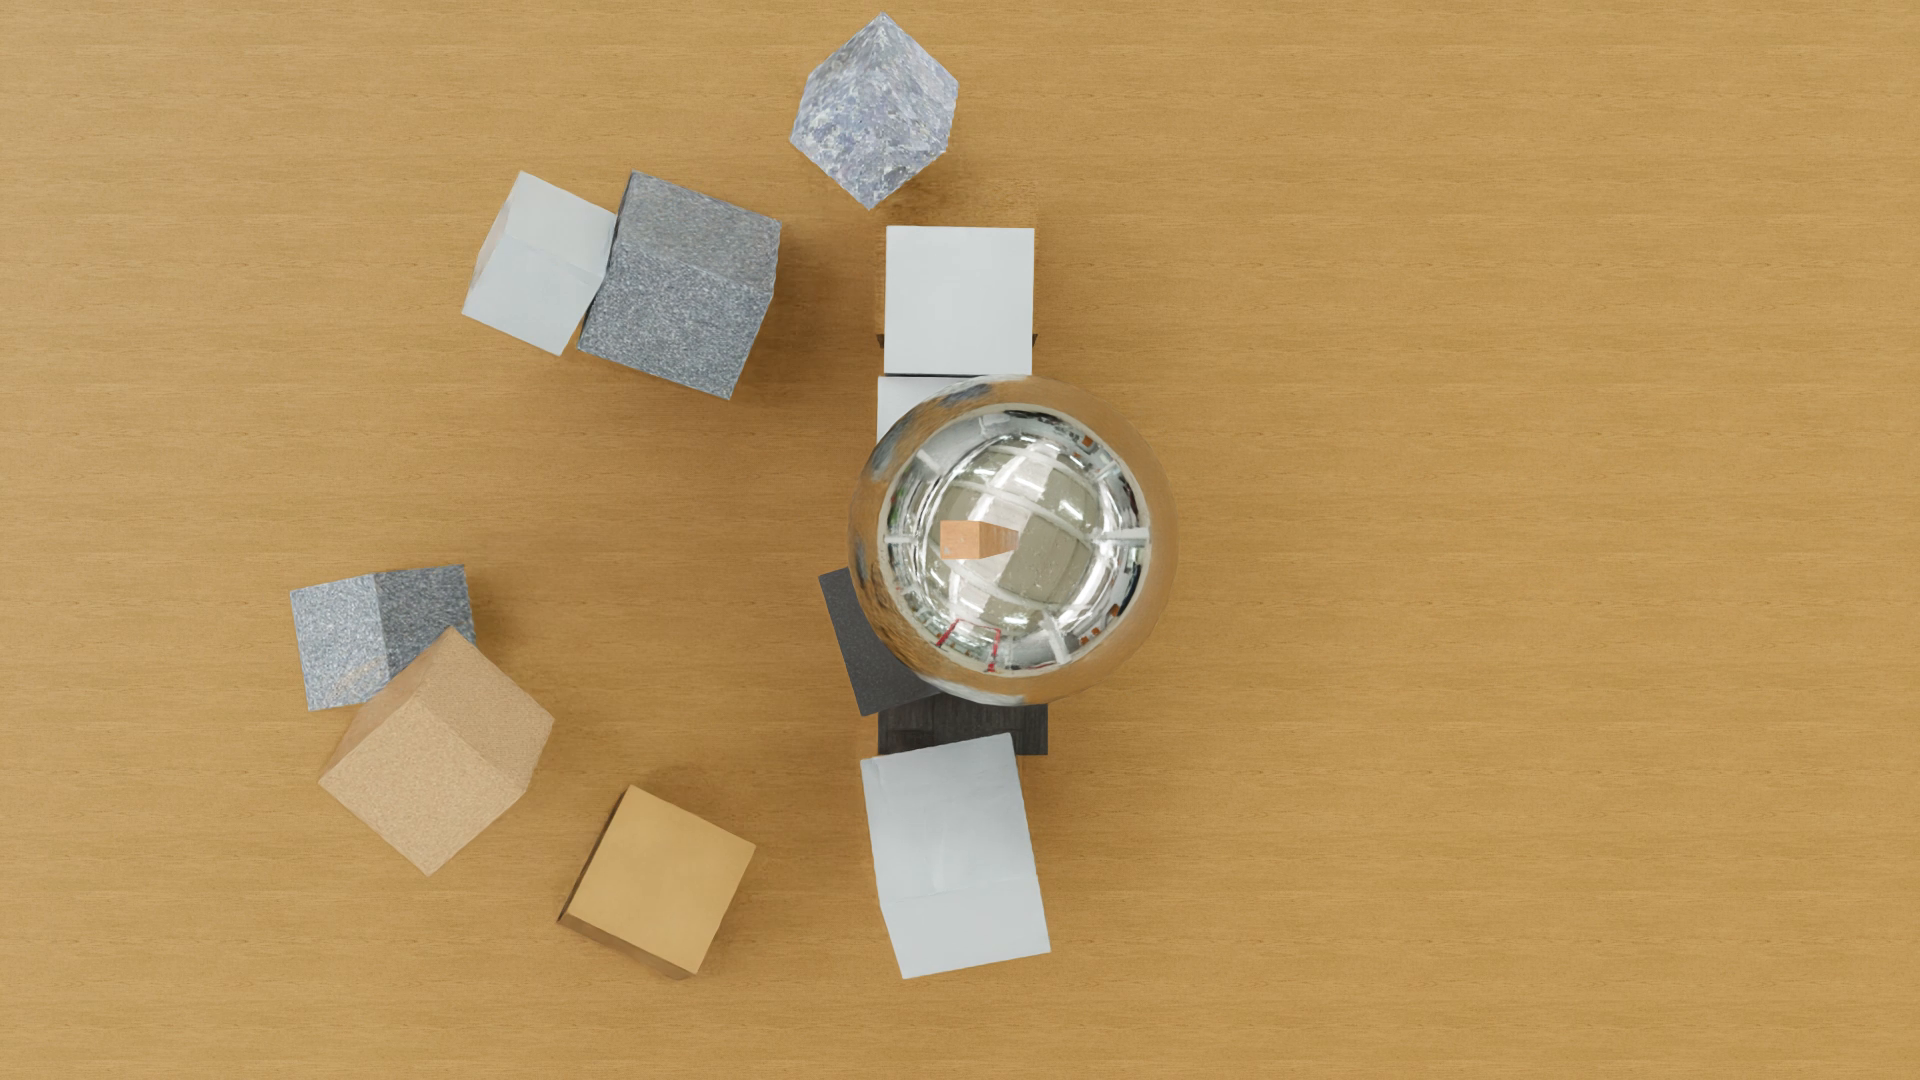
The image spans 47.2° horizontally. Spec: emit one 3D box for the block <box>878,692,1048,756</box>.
[{"bbox_3d":[0.016,0.672,12.464,0.921,1.072,0.992,0,90,0],"label":"block"}]

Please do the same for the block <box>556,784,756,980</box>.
[{"bbox_3d":[-1.717,1.940,12.382,0.780,0.732,0.775,27,71,-7],"label":"block"}]

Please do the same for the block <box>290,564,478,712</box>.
[{"bbox_3d":[-3.260,0.552,12.517,0.662,0.708,0.688,-11,88,31],"label":"block"}]

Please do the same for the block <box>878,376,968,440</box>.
[{"bbox_3d":[-0.014,-0.463,11.847,0.843,0.686,0.771,1,90,0],"label":"block"}]

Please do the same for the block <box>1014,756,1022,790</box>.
[{"bbox_3d":[0.004,1.571,12.671,0.683,0.655,0.798,0,90,0],"label":"block"}]

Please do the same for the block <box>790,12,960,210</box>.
[{"bbox_3d":[-0.451,-2.296,11.787,0.587,0.643,0.593,38,128,-26],"label":"block"}]

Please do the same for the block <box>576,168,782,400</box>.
[{"bbox_3d":[-1.568,-1.437,12.361,0.889,0.830,0.735,18,124,-14],"label":"block"}]

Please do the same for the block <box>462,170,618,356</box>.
[{"bbox_3d":[-2.286,-1.506,11.983,0.571,0.625,0.588,24,126,-19],"label":"block"}]

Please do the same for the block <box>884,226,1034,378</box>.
[{"bbox_3d":[-0.004,-1.242,11.742,0.765,0.673,0.763,1,90,0],"label":"block"}]

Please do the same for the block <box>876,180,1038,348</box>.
[{"bbox_3d":[-0.018,-1.554,12.539,0.897,0.922,0.843,0,90,0],"label":"block"}]

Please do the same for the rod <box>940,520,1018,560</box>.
[{"bbox_3d":[0.110,0.000,7.139,0.080,5.200,0.080,0,90,2],"label":"rod"}]

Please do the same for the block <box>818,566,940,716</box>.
[{"bbox_3d":[-0.257,0.436,11.614,0.757,0.629,0.760,-17,90,0],"label":"block"}]

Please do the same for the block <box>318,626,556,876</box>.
[{"bbox_3d":[-2.712,1.094,11.467,0.734,0.794,0.753,-40,107,17],"label":"block"}]

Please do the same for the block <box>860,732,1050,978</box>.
[{"bbox_3d":[-0.020,1.689,11.730,0.809,0.895,0.855,-11,54,0],"label":"block"}]

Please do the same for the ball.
[{"bbox_3d":[0.253,0.000,10.536,1.600,1.600,1.600,0,90,0],"label":"ball"}]
